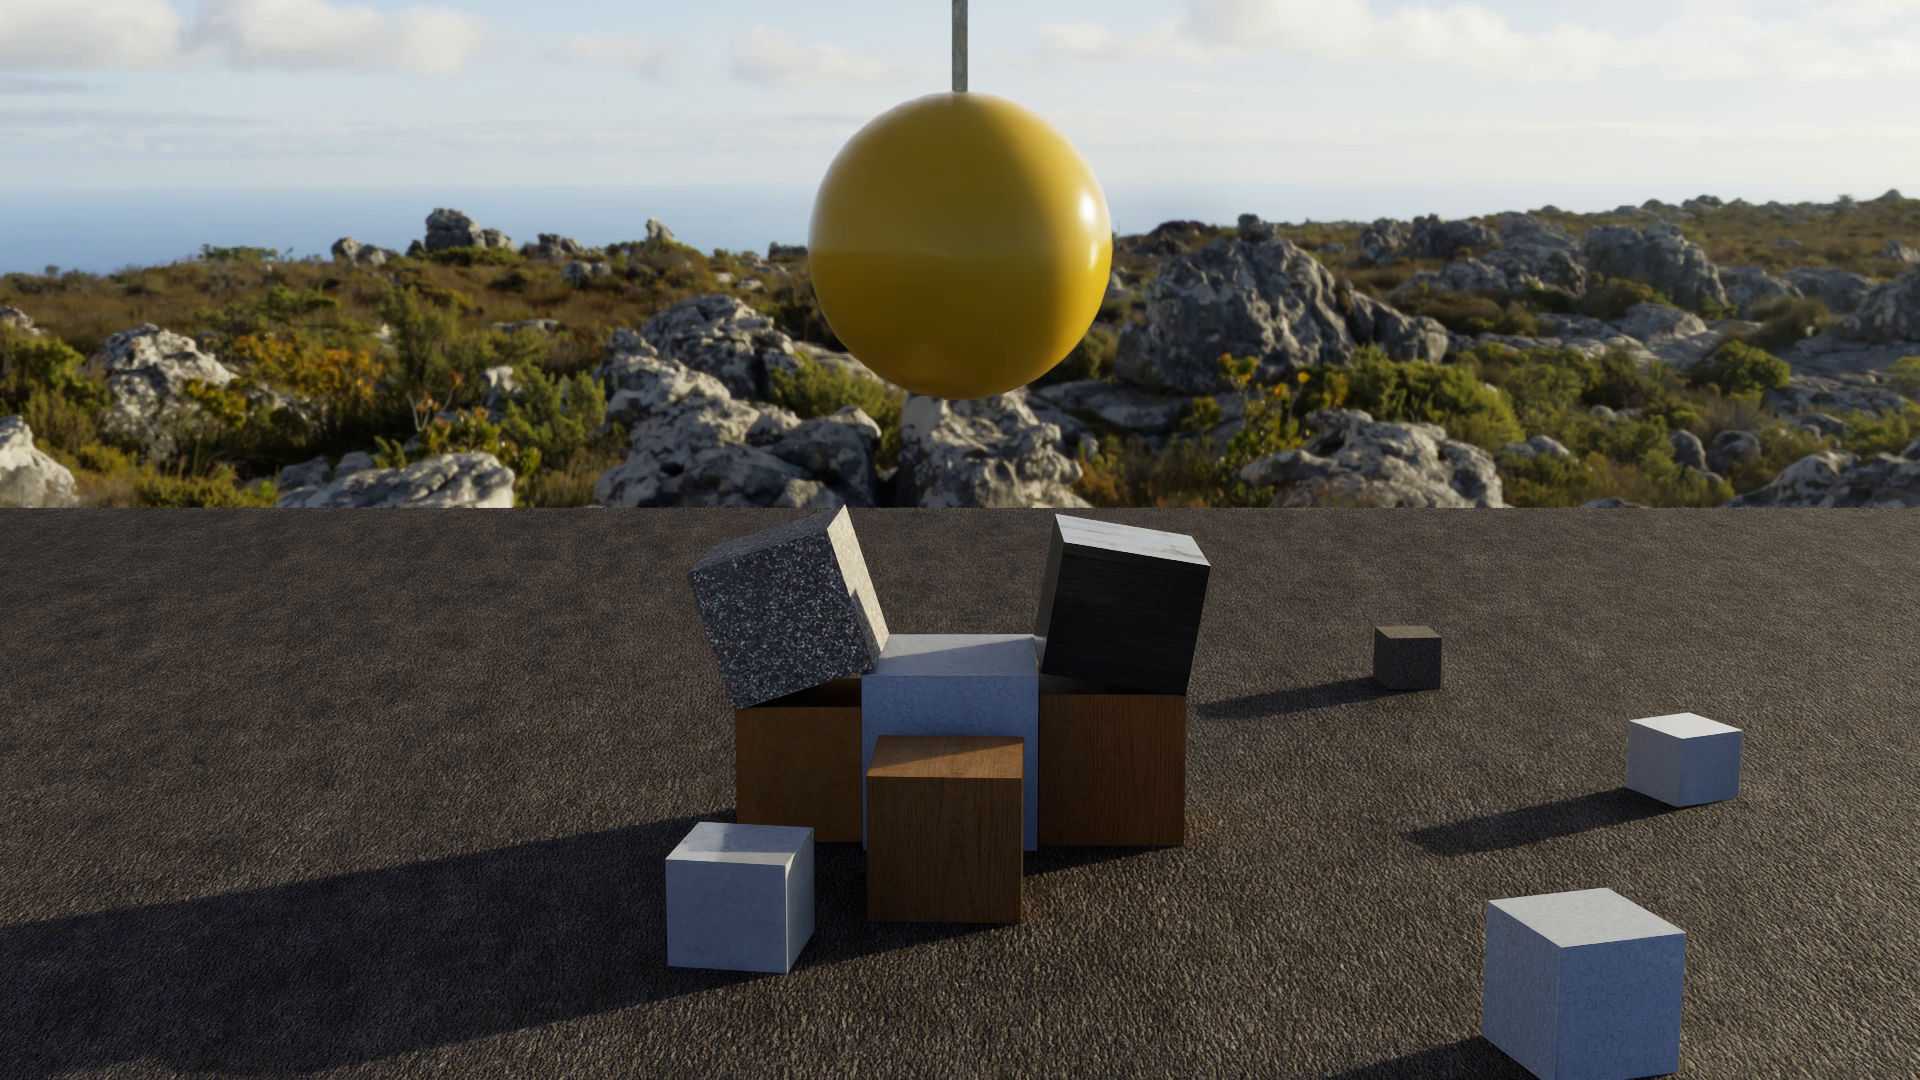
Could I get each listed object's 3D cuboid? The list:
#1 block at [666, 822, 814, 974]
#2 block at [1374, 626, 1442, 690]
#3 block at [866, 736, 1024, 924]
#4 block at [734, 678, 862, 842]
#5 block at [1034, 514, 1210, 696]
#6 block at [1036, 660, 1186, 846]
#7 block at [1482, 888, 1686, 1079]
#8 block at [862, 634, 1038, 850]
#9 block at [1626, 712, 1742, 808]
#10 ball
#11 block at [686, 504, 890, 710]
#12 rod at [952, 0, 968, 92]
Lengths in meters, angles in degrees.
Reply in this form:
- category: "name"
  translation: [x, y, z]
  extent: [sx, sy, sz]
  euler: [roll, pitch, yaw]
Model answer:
- category: "block"
  translation: [-0.955, 1.559, 9.643]
  extent: [0.527, 0.481, 0.527]
  euler: [2, 10, 9]
- category: "block"
  translation: [2.929, 0.766, 14.406]
  extent: [0.347, 0.338, 0.354]
  euler: [-1, 10, -5]
- category: "block"
  translation: [-0.058, 1.340, 10.283]
  extent: [0.698, 0.684, 0.697]
  euler: [0, 10, 3]
- category: "block"
  translation: [-0.814, 1.130, 11.381]
  extent: [0.633, 0.704, 0.596]
  euler: [0, 10, 0]
- category: "block"
  translation: [0.810, 0.320, 11.243]
  extent: [0.729, 0.670, 0.825]
  euler: [9, 10, -2]
- category: "block"
  translation: [0.763, 1.089, 11.384]
  extent: [0.732, 0.783, 0.739]
  euler: [0, 10, 0]
- category: "block"
  translation: [2.407, 1.724, 8.519]
  extent: [0.536, 0.559, 0.532]
  euler: [-3, 11, -16]
- category: "block"
  translation: [-0.049, 1.030, 11.387]
  extent: [0.874, 0.900, 0.921]
  euler: [0, 10, 0]
- category: "block"
  translation: [3.934, 1.191, 11.959]
  extent: [0.416, 0.378, 0.411]
  euler: [-5, 11, -24]
- category: "ball"
  translation: [0.000, -1.533, 11.489]
  extent: [1.600, 1.600, 1.600]
  euler: [0, 10, 0]
- category: "block"
  translation: [-0.862, 0.332, 11.217]
  extent: [0.740, 0.730, 0.736]
  euler: [-17, 9, 7]
- category: "rod"
  translation: [0.000, -4.804, 10.561]
  extent: [0.080, 5.200, 0.080]
  euler: [0, 16, 0]
